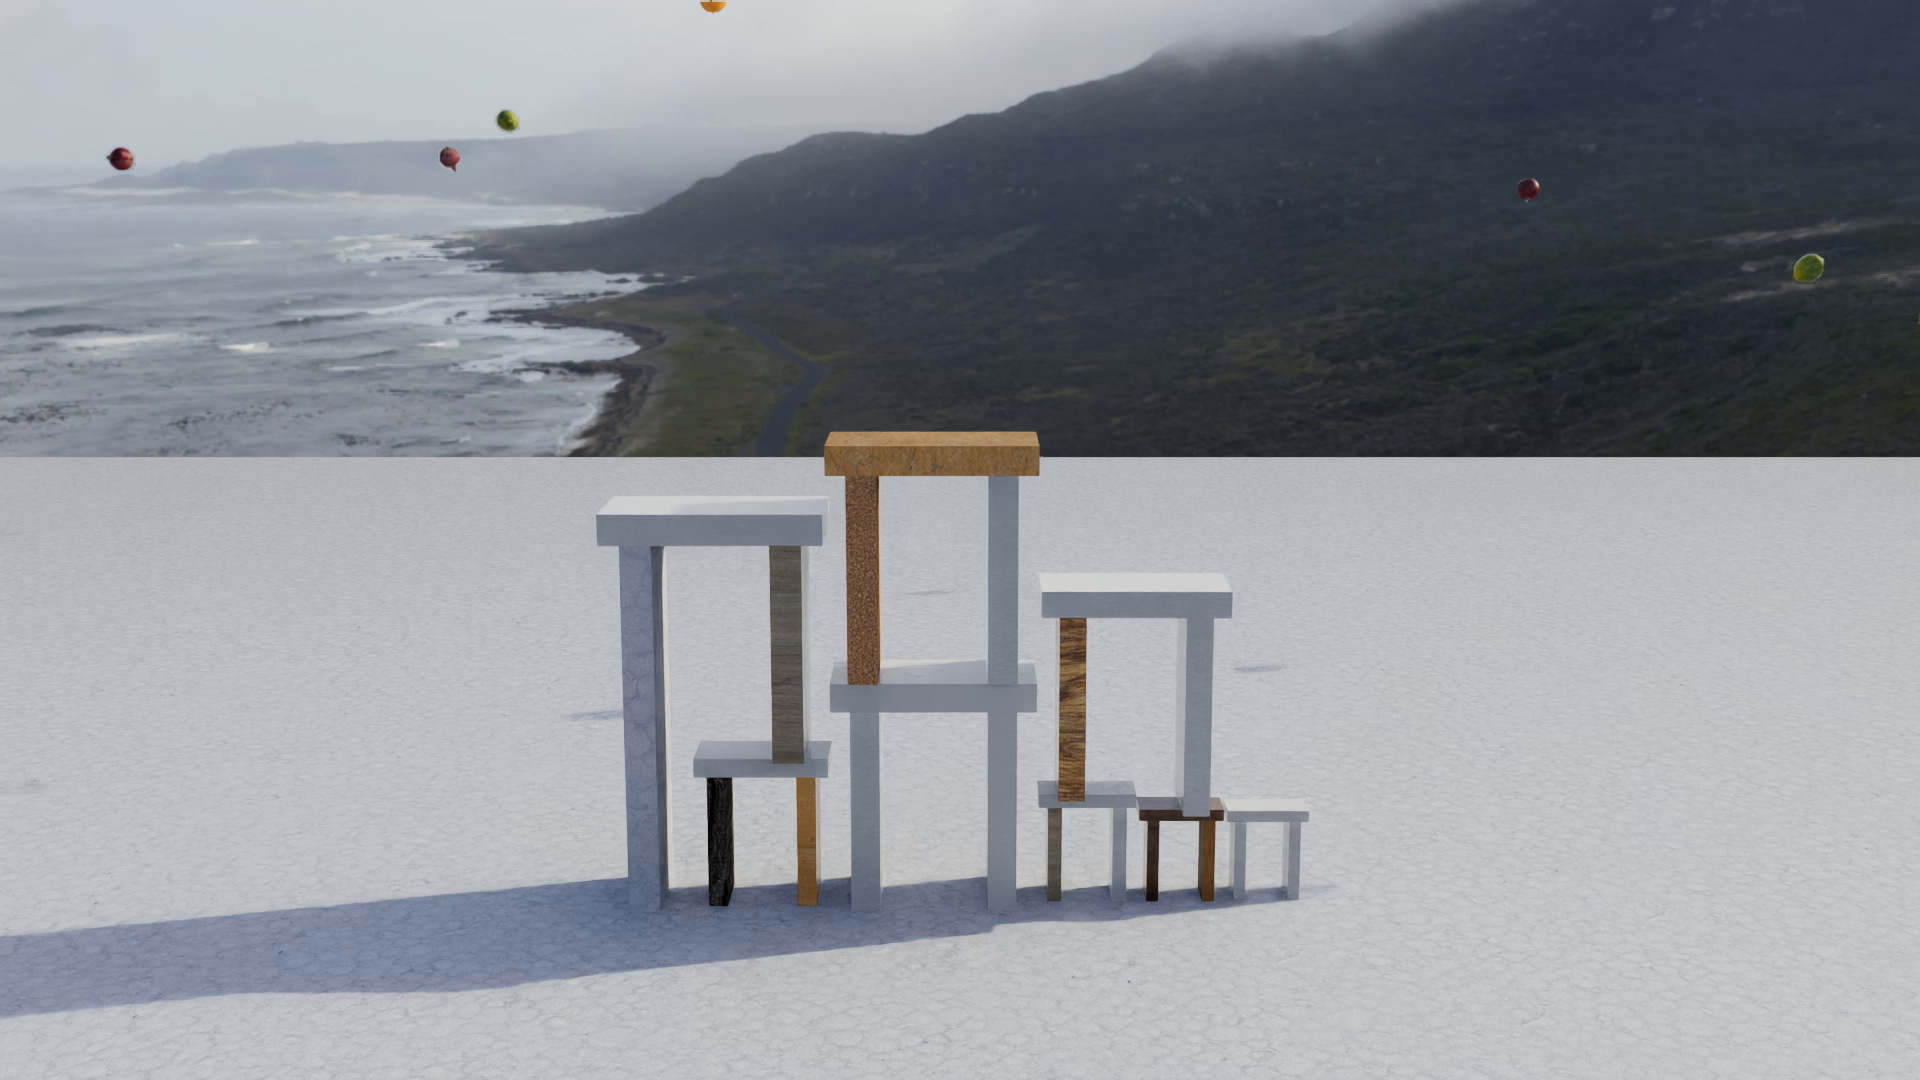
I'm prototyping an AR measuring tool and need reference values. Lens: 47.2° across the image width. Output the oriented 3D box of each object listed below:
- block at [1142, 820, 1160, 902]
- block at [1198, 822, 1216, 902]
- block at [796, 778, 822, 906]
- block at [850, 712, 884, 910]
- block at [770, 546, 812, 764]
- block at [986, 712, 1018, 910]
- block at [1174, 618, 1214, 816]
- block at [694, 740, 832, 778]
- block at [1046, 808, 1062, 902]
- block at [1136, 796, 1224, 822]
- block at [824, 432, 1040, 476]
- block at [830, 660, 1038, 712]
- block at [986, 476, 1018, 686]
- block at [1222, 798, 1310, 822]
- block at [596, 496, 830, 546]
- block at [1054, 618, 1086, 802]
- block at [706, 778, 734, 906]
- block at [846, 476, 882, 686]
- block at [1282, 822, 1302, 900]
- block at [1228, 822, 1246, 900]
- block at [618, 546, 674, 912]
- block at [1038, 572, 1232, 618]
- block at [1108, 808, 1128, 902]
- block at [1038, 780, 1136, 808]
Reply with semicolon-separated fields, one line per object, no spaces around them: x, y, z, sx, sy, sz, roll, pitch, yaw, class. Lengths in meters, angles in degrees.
0.317;0.522;3.653;0.020;0.139;0.069;0;11;0;block
0.410;0.522;3.653;0.020;0.139;0.069;0;11;0;block
-0.250;0.483;3.645;0.031;0.219;0.109;0;11;0;block
-0.154;0.425;3.643;0.047;0.333;0.167;0;11;0;block
-0.277;0.169;3.594;0.050;0.356;0.178;0;11;0;block
0.068;0.425;3.643;0.047;0.333;0.167;0;11;0;block
0.383;0.273;3.610;0.043;0.329;0.152;0;11;0;block
-0.324;0.361;3.622;0.219;0.031;0.109;0;11;0;block
0.156;0.511;3.658;0.023;0.160;0.080;0;11;0;block
0.363;0.445;3.638;0.139;0.020;0.069;0;11;0;block
-0.044;-0.139;3.533;0.338;0.048;0.169;0;11;0;block
-0.043;0.239;3.608;0.333;0.047;0.167;0;11;0;block
0.068;0.051;3.567;0.048;0.337;0.169;0;11;0;block
0.507;0.448;3.646;0.134;0.019;0.067;0;11;0;block
-0.395;-0.031;3.557;0.356;0.050;0.178;0;11;0;block
0.181;0.260;3.609;0.043;0.304;0.152;0;11;0;block
-0.396;0.483;3.645;0.031;0.219;0.109;0;11;0;block
-0.156;0.050;3.567;0.048;0.338;0.169;0;11;0;block
0.551;0.524;3.660;0.019;0.134;0.067;0;11;0;block
0.462;0.524;3.660;0.019;0.134;0.067;0;11;0;block
-0.514;0.291;3.617;0.050;0.606;0.178;0;11;0;block
0.282;0.090;3.577;0.304;0.043;0.152;0;11;0;block
0.263;0.511;3.657;0.023;0.160;0.080;0;11;0;block
0.209;0.421;3.641;0.160;0.023;0.080;0;11;0;block
